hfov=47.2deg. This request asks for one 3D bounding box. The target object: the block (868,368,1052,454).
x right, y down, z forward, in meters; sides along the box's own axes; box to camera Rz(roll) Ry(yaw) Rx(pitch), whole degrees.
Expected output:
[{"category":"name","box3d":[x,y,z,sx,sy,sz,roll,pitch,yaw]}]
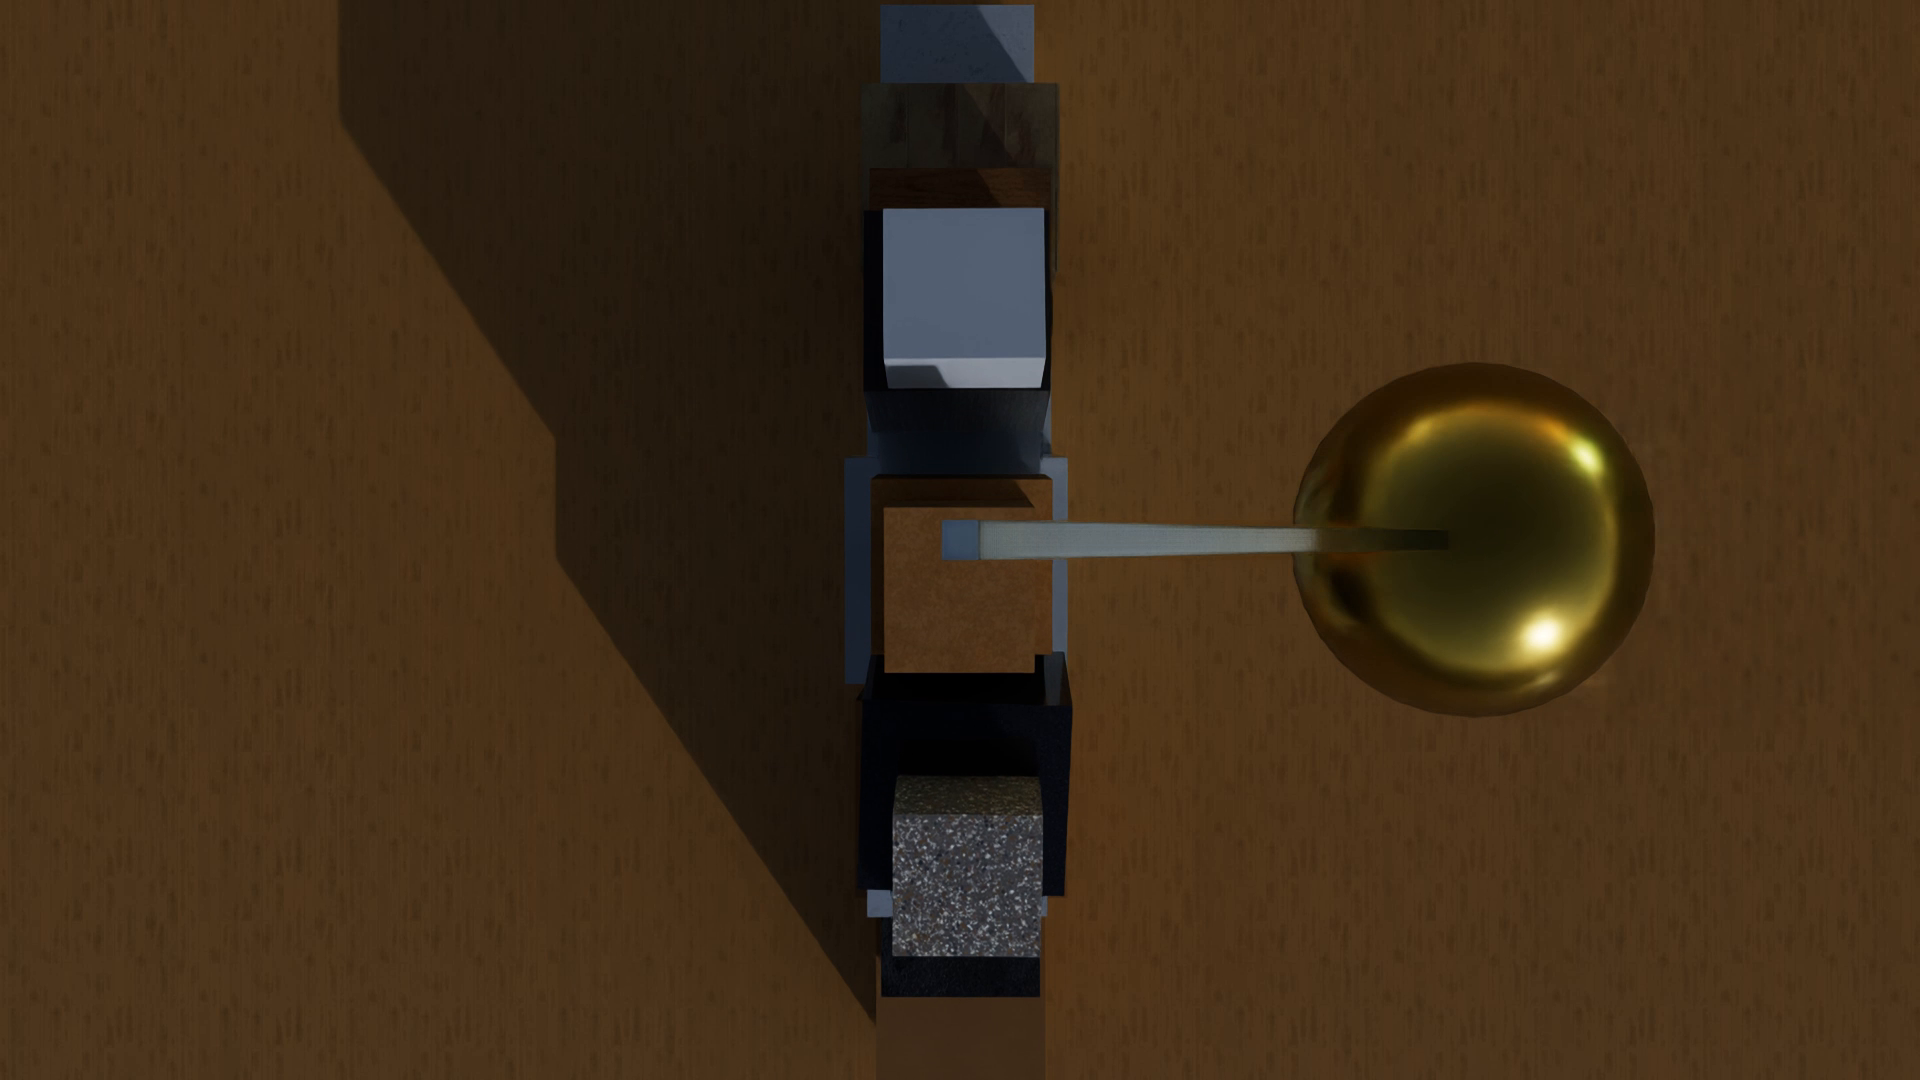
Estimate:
[{"category":"block","box3d":[-0.004,-0.633,12.436,0.994,1.128,0.984,0,90,0]}]

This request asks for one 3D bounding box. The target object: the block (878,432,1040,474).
[{"category":"block","box3d":[-0.005,-0.418,10.469,0.748,0.628,0.628,0,78,0]}]

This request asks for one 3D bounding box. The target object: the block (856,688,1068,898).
[{"category":"block","box3d":[0.006,1.410,12.481,1.153,1.039,1.073,0,90,0]}]

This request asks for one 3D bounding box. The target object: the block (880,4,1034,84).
[{"category":"block","box3d":[-0.015,-2.490,12.545,0.845,0.910,0.904,0,90,0]}]

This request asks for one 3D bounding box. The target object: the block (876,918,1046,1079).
[{"category":"block","box3d":[0.004,2.450,12.473,0.919,1.054,0.986,0,90,0]}]

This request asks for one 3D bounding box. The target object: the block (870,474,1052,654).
[{"category":"block","box3d":[0.006,0.092,9.694,0.767,0.821,0.743,0,93,0]}]

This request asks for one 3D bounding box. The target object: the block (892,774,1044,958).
[{"category":"block","box3d":[0.031,1.333,9.047,0.598,0.520,0.597,0,101,0]}]

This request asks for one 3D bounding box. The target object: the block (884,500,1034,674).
[{"category":"block","box3d":[-0.002,0.178,8.943,0.590,0.689,0.650,0,93,0]}]

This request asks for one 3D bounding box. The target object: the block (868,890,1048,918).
[{"category":"block","box3d":[-0.012,1.256,10.668,0.843,0.841,0.979,0,92,0]}]

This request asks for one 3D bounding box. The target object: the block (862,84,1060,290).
[{"category":"block","box3d":[0.002,-1.841,11.621,1.008,0.938,0.952,0,90,0]}]

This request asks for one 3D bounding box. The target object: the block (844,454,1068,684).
[{"category":"block","box3d":[-0.019,0.124,11.351,1.095,1.069,1.115,0,93,0]}]

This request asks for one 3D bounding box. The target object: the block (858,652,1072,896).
[{"category":"block","box3d":[0.020,0.998,9.714,0.879,0.922,0.838,2,101,0]}]

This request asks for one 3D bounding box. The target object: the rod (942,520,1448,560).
[{"category":"rod","box3d":[0.994,0.000,6.753,0.080,5.200,0.080,0,90,22]}]

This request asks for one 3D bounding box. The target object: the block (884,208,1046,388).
[{"category":"block","box3d":[0.016,-0.980,9.000,0.640,0.569,0.611,0,82,0]}]

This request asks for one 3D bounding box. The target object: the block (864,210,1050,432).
[{"category":"block","box3d":[-0.013,-0.949,9.755,0.789,0.934,0.782,0,82,0]}]

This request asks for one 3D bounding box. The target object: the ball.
[{"category":"ball","box3d":[2.295,0.000,9.895,1.600,1.600,1.600,0,90,0]}]

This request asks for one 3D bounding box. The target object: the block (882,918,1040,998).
[{"category":"block","box3d":[0.003,1.938,11.583,0.810,0.725,0.787,0,90,0]}]

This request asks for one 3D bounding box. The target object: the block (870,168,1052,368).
[{"category":"block","box3d":[0.001,-1.252,10.690,0.851,0.839,0.939,0,87,0]}]
